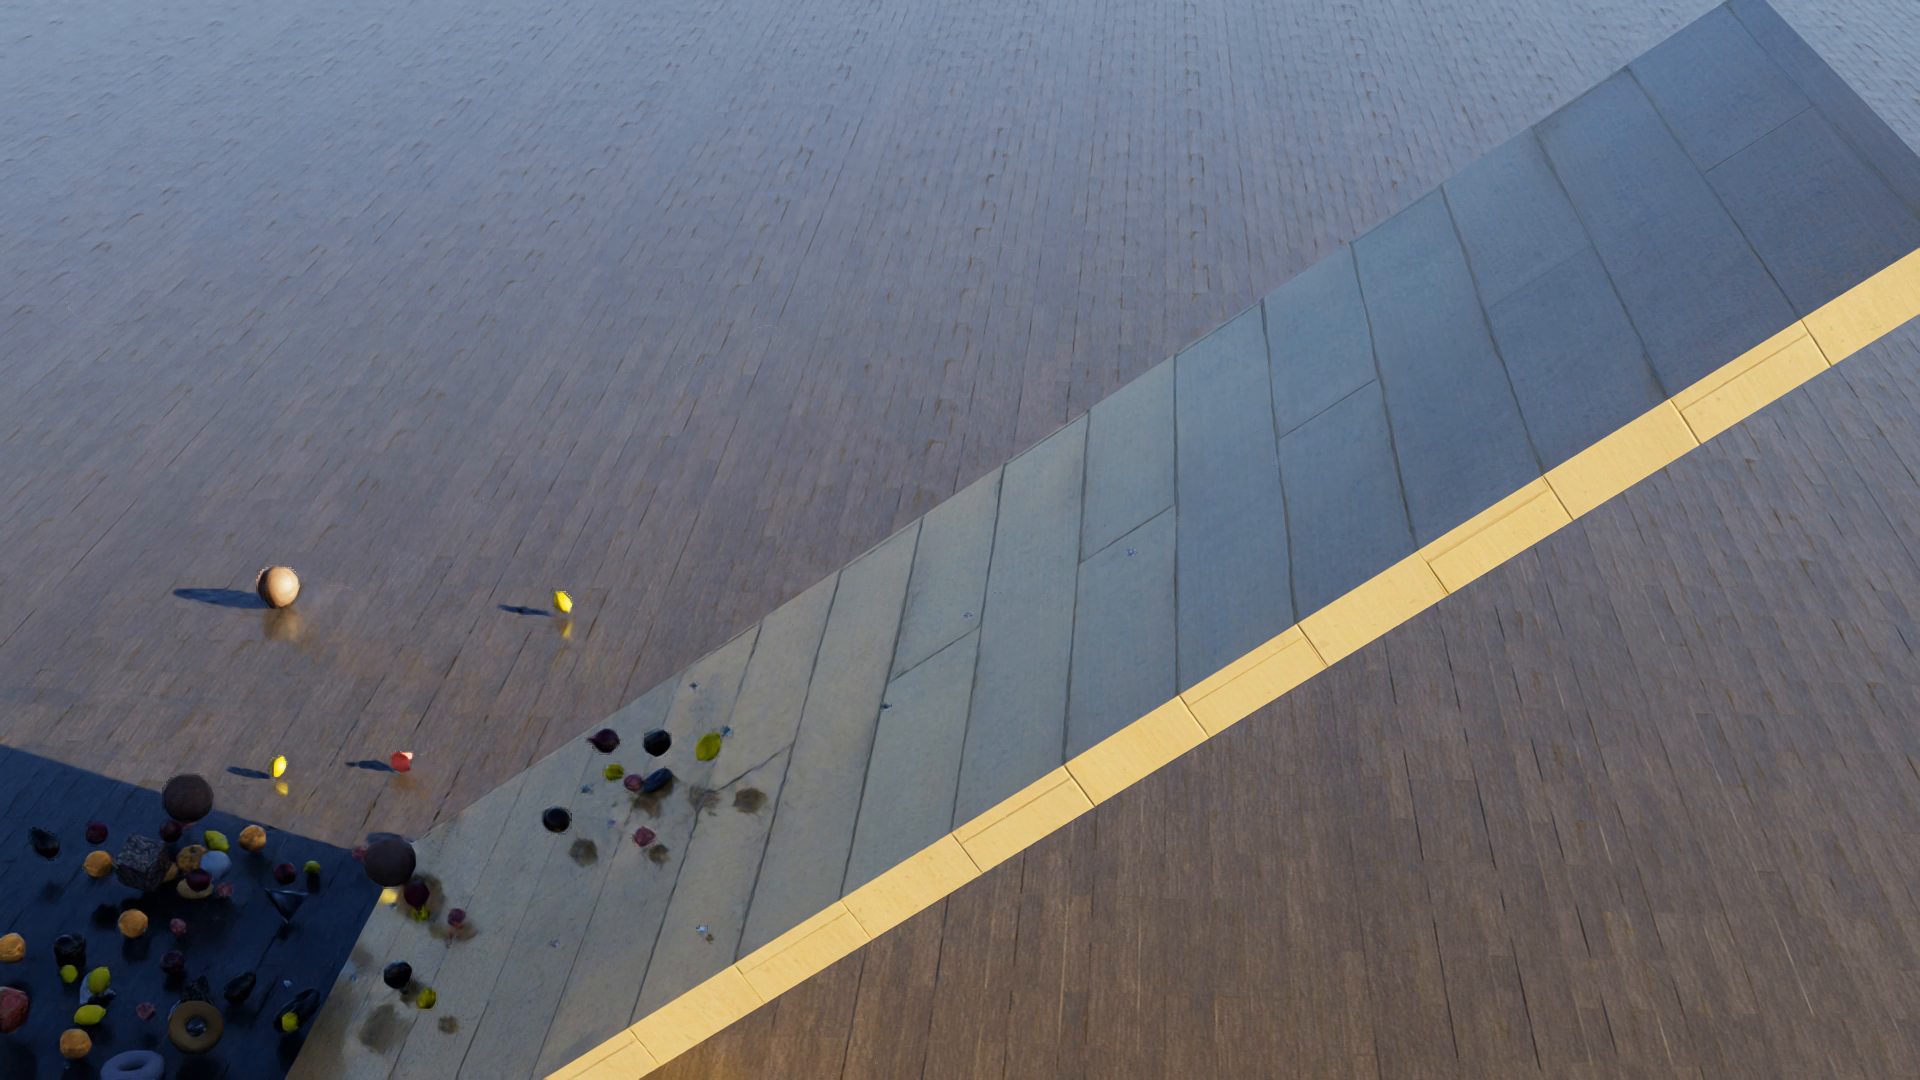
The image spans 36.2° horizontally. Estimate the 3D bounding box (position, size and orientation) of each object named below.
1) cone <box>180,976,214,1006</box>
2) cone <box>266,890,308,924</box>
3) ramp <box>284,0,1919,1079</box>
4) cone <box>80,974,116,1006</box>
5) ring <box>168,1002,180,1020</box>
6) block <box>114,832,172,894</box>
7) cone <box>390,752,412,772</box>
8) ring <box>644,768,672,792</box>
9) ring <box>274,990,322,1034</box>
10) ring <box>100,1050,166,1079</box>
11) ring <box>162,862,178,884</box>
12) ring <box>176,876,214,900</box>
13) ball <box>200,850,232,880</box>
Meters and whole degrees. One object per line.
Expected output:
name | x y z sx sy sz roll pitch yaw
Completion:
cone | -1.789 1.093 6.972 0.083 0.083 0.083 39 36 17
cone | -1.725 0.913 7.474 0.096 0.096 0.096 32 20 -9
ramp | 0.135 0.174 6.307 4.000 0.100 2.000 -32 16 15
cone | -2.092 1.101 7.167 0.078 0.078 0.078 18 9 -34
ring | -1.823 1.143 7.000 0.123 0.041 0.123 15 43 -15
block | -2.130 0.843 7.664 0.099 0.099 0.099 14 49 10
cone | -1.573 0.617 8.349 0.062 0.062 0.062 8 22 19
ring | -0.697 0.553 6.776 0.075 0.025 0.075 -35 15 11
ring | -1.574 1.121 6.992 0.131 0.044 0.131 -35 14 11
ring | -1.916 1.231 6.816 0.150 0.050 0.150 -3 19 1
ring | -2.111 0.876 7.744 0.103 0.034 0.103 -2 20 1
ring | -1.994 0.907 7.667 0.094 0.031 0.094 4 21 -1
ball | -1.946 0.850 7.686 0.080 0.080 0.080 0 21 0
